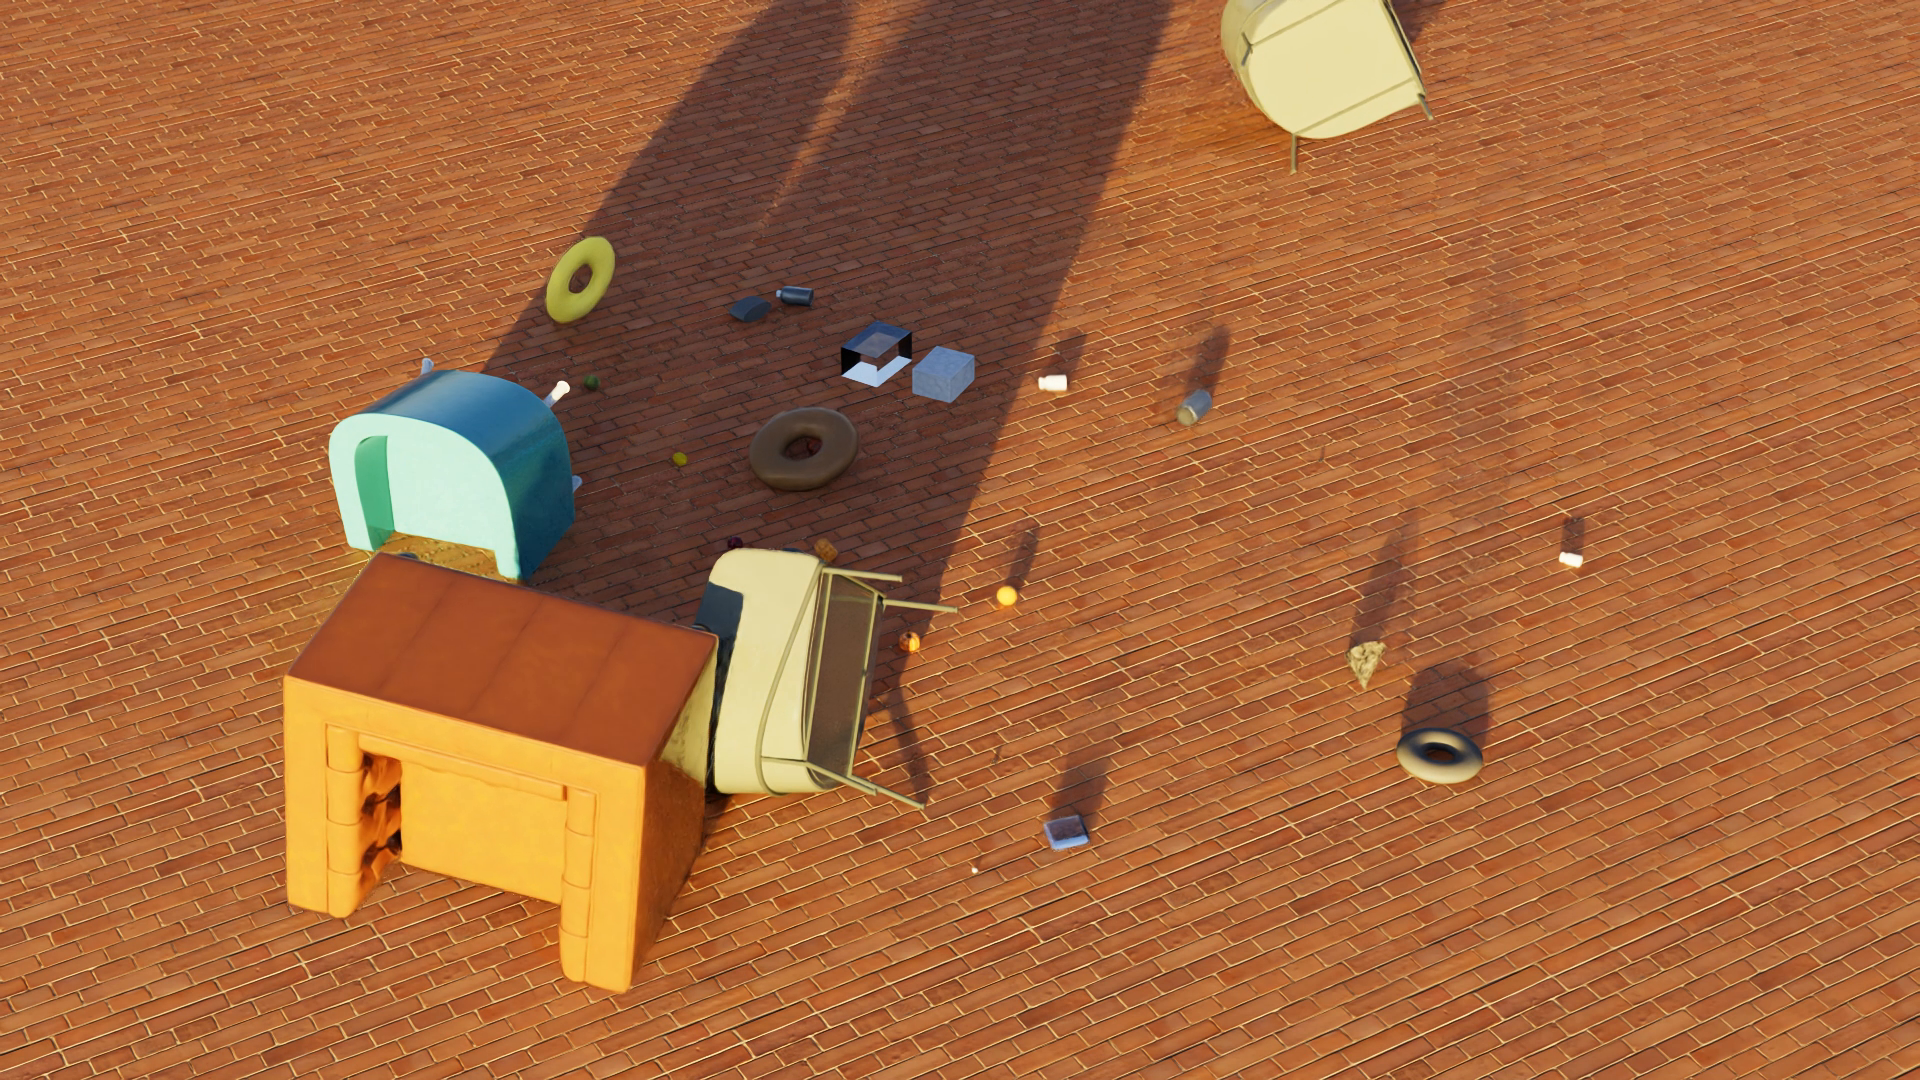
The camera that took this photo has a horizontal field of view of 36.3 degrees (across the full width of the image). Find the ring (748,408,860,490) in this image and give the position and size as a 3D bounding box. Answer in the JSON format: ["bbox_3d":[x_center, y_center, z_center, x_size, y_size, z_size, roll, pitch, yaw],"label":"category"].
[{"bbox_3d":[-0.602,-0.353,11.287,0.441,0.105,0.373,-8,55,10],"label":"ring"}]

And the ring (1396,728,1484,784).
[{"bbox_3d":[1.602,0.719,9.797,0.295,0.062,0.275,25,40,34],"label":"ring"}]

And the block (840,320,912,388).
[{"bbox_3d":[-0.340,-0.762,11.977,0.174,0.136,0.262,19,38,26],"label":"block"}]

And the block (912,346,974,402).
[{"bbox_3d":[-0.066,-0.670,11.859,0.173,0.112,0.213,16,37,22],"label":"block"}]

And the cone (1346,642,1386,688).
[{"bbox_3d":[1.408,0.454,10.200,0.167,0.088,0.163,-26,43,40],"label":"cone"}]

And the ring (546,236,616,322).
[{"bbox_3d":[-1.594,-1.092,12.315,0.235,0.405,0.105,31,5,-18],"label":"ring"}]
